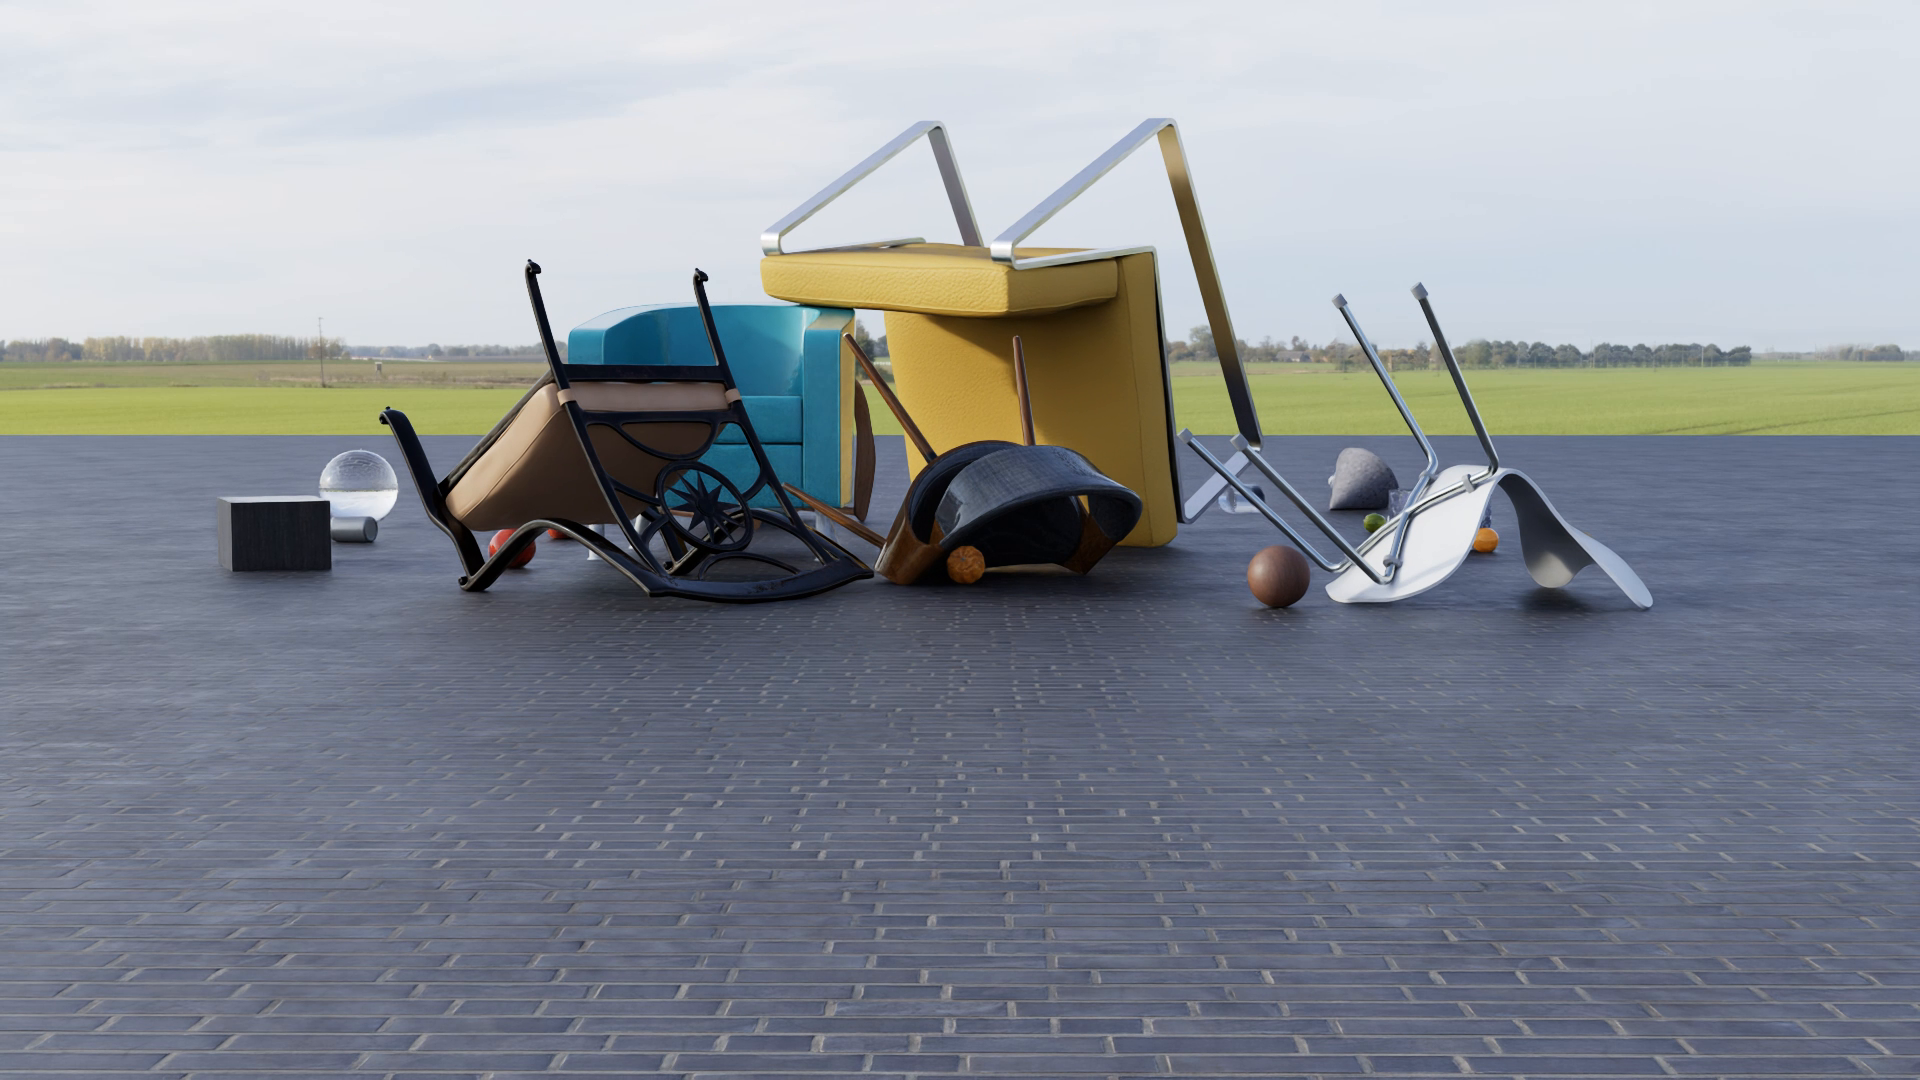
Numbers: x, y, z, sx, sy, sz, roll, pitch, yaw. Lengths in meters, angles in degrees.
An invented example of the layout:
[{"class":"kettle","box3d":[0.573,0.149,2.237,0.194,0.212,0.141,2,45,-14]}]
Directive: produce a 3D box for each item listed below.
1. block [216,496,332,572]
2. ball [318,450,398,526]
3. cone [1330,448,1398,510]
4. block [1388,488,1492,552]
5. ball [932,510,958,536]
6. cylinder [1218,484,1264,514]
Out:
[{"class":"block","box3d":[-1.749,-0.020,5.600,0.238,0.169,0.301,-2,4,-25]},{"class":"ball","box3d":[-1.964,-0.169,7.184,0.250,0.250,0.250,0,4,0]},{"class":"cone","box3d":[1.447,-0.172,8.192,0.219,0.273,0.314,-38,10,-23]},{"class":"block","box3d":[1.359,-0.059,6.232,0.173,0.161,0.239,-2,4,-25]},{"class":"ball","box3d":[-0.048,-0.053,6.738,0.080,0.080,0.080,0,4,0]},{"class":"cylinder","box3d":[1.020,-0.151,7.986,0.108,0.103,0.187,-1,11,-15]}]
